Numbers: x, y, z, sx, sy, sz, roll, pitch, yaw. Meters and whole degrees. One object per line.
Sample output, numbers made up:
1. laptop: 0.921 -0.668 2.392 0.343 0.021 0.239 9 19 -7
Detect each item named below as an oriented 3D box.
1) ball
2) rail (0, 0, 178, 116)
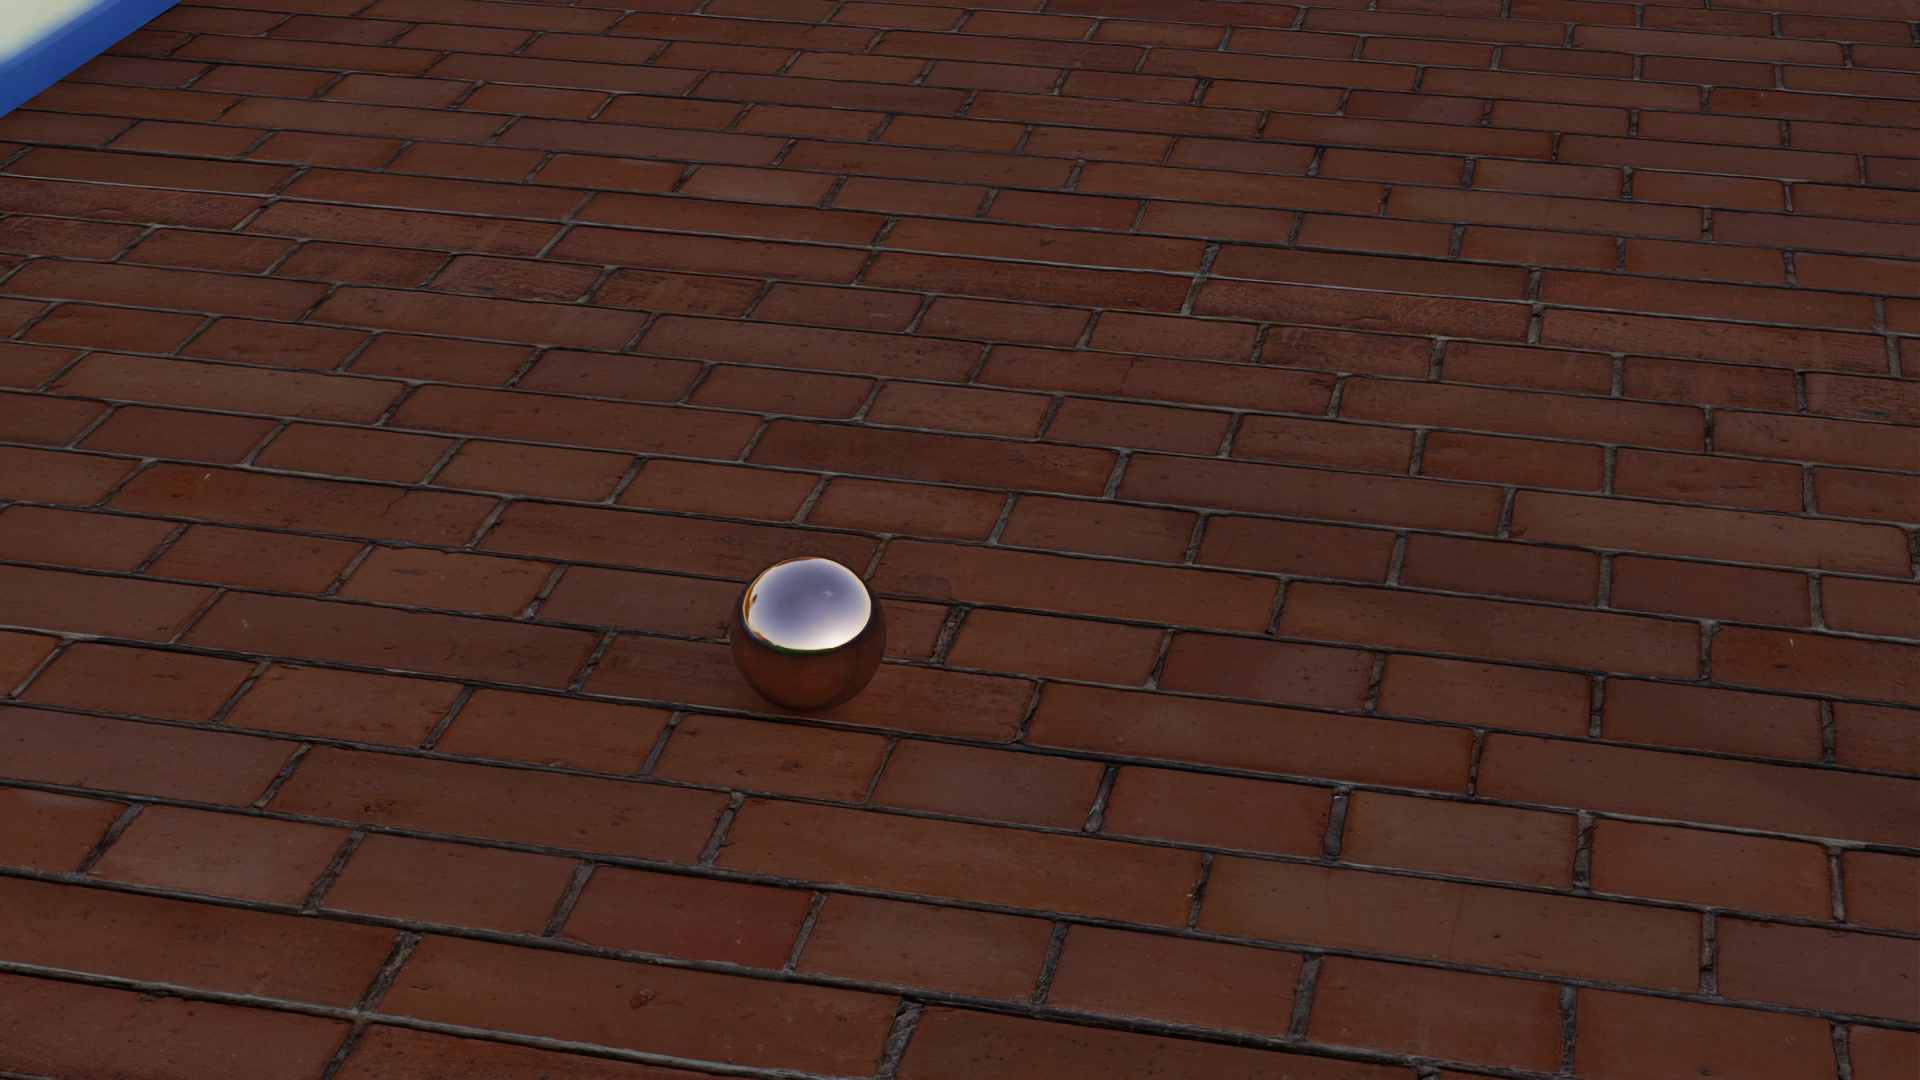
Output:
1. ball: -0.085 0.052 1.639 0.088 0.088 0.088 0 28 0
2. rail: -0.766 -0.498 2.650 0.045 0.127 3.391 6 28 11
